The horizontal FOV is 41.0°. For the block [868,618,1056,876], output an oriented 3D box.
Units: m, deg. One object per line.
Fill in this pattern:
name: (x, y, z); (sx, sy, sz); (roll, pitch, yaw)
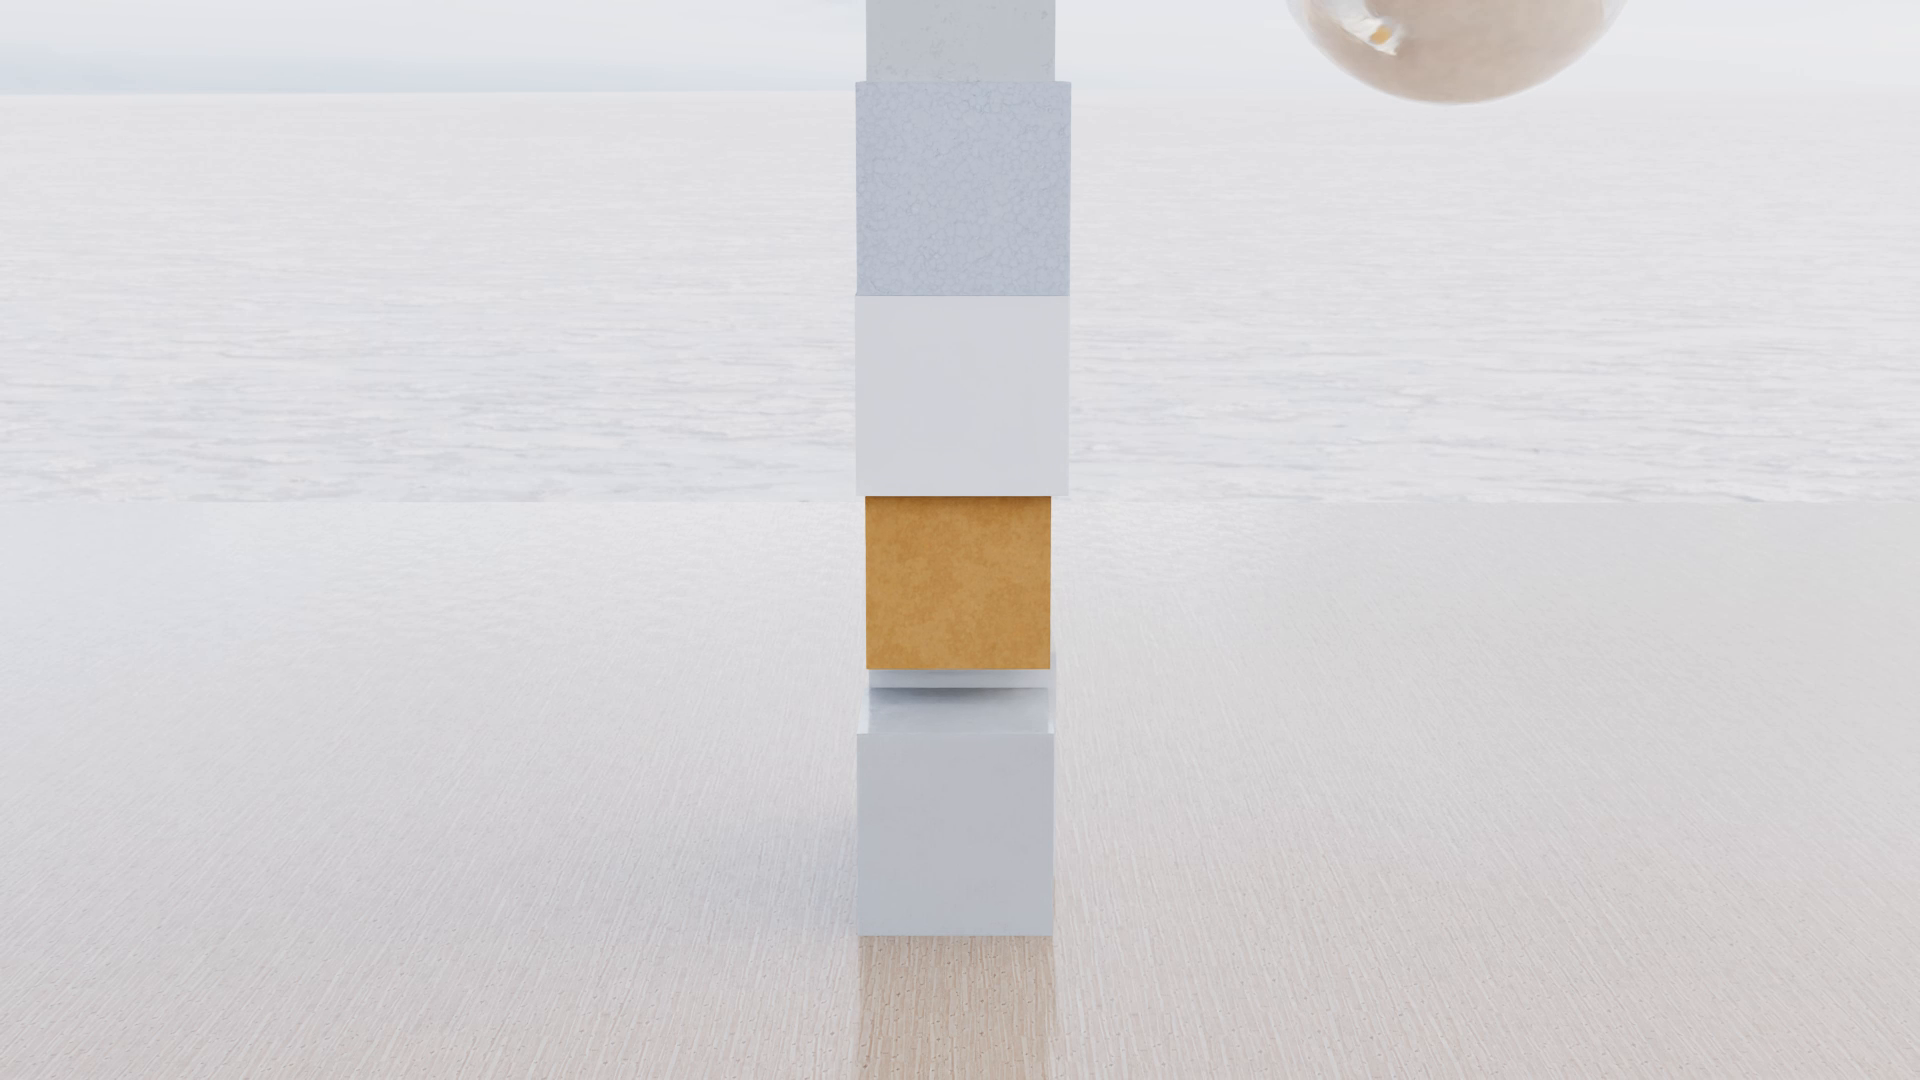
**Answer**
block: (0.012, 0.904, 11.752); (0.820, 1.016, 0.951); (0, 10, 0)

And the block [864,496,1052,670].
block: (-0.008, 0.104, 11.199); (0.780, 0.756, 0.807); (0, 10, 0)

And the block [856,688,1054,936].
block: (-0.018, 1.139, 10.899); (0.803, 0.860, 0.791); (0, 10, 0)

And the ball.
ball: (2.074, -2.618, 10.704); (1.600, 1.600, 1.600); (0, 10, 0)

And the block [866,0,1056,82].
block: (0.003, -2.335, 10.756); (0.770, 0.814, 0.739); (0, 10, 0)

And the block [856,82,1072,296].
block: (0.014, -1.509, 10.906); (0.877, 0.865, 0.853); (0, 10, 0)

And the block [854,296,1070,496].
block: (0.010, -0.676, 11.057); (0.884, 0.830, 0.953); (0, 10, 0)
